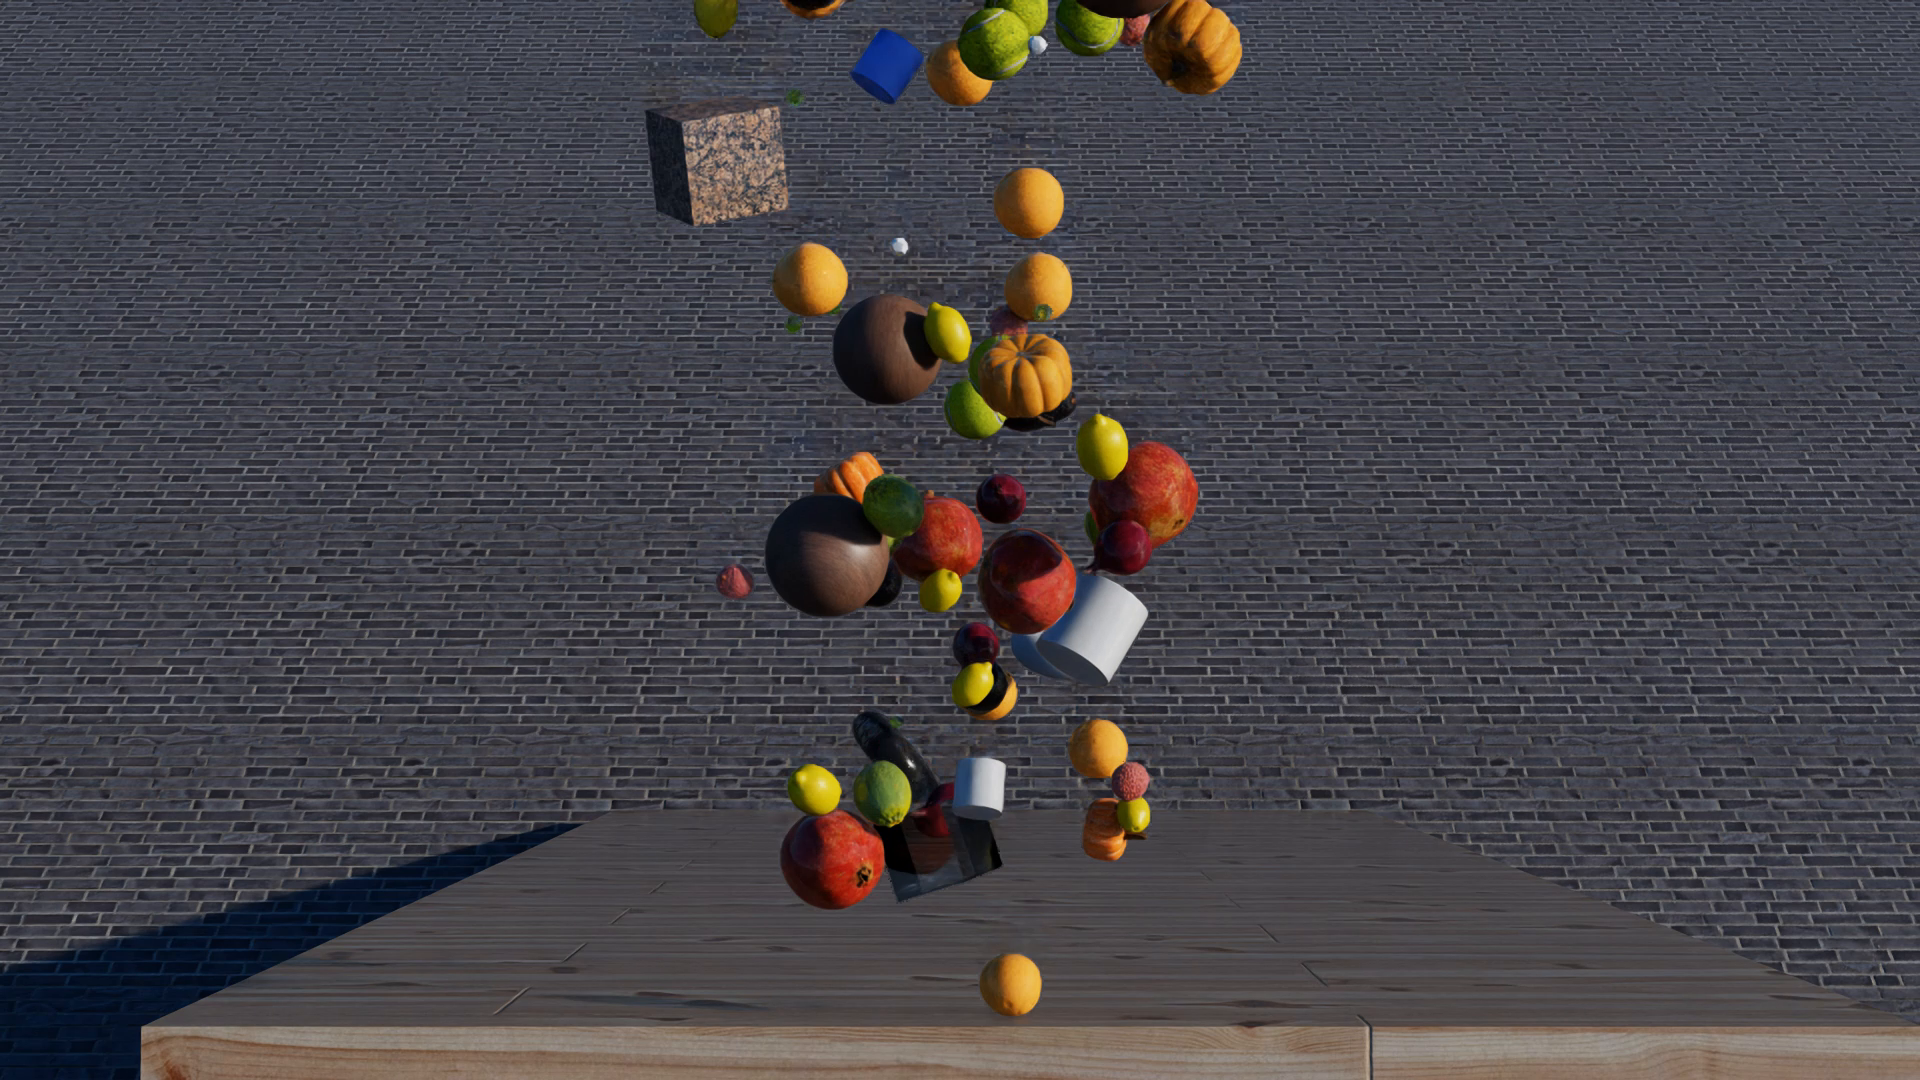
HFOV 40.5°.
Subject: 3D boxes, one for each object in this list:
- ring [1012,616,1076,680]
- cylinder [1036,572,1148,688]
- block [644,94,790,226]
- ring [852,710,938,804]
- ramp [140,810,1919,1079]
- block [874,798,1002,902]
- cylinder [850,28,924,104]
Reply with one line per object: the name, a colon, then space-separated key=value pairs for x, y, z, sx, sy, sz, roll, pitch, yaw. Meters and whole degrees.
ring: x=0.128 y=0.131 z=3.189 sx=0.132 sy=0.044 sz=0.132 roll=7 pitch=21 yaw=-3
cylinder: x=0.154 y=0.104 z=3.030 sx=0.097 sy=0.097 sz=0.097 roll=23 pitch=70 yaw=27
block: x=-0.223 y=-0.349 z=2.387 sx=0.094 sy=0.094 sz=0.094 roll=-14 pitch=21 yaw=-24
ring: x=-0.081 y=0.270 z=3.244 sx=0.046 sy=0.139 sz=0.139 roll=-41 pitch=45 yaw=-1
ramp: x=0.081 y=0.682 z=4.916 sx=2.000 sy=0.100 sz=4.000 roll=0 pitch=-2 yaw=0
block: x=-0.025 y=0.351 z=2.995 sx=0.093 sy=0.093 sz=0.093 roll=-21 pitch=-5 yaw=29
cylinder: x=-0.069 y=-0.450 z=2.470 sx=0.051 sy=0.051 sz=0.051 roll=29 pitch=82 yaw=33
